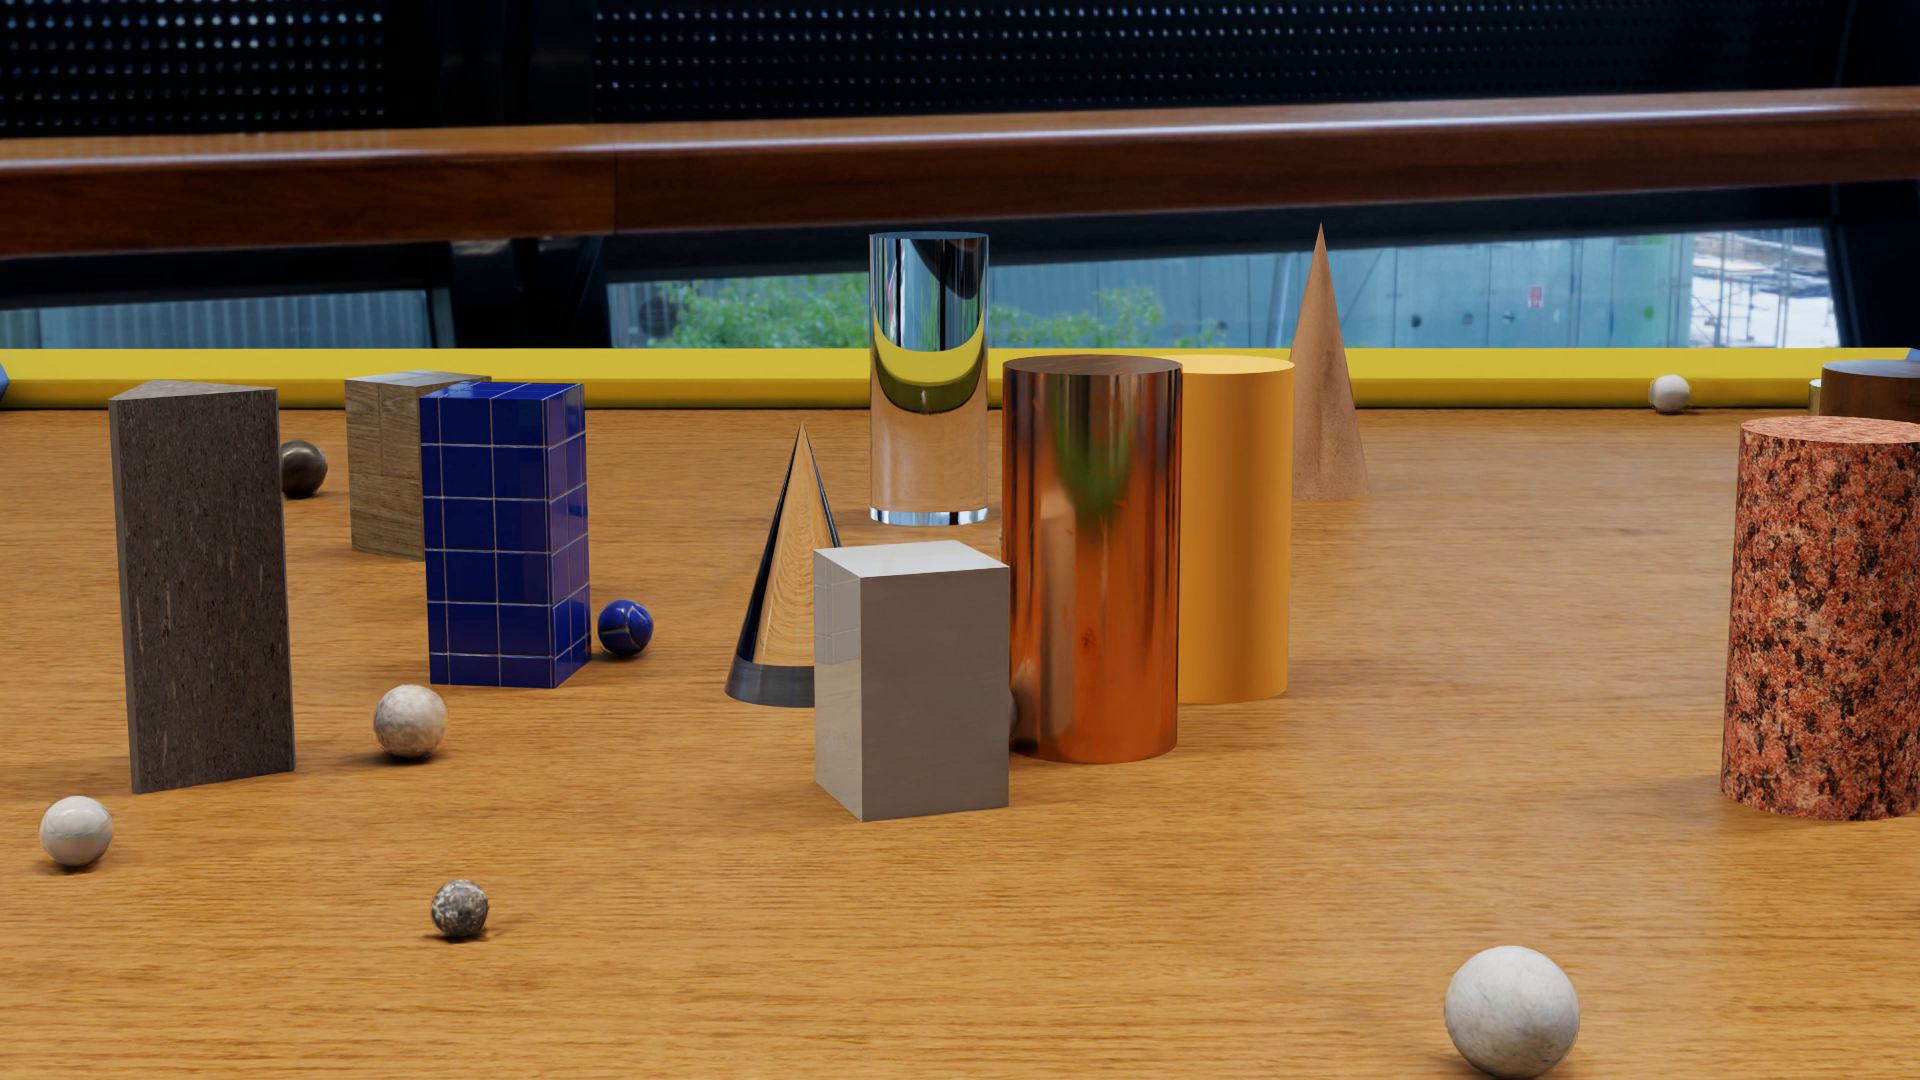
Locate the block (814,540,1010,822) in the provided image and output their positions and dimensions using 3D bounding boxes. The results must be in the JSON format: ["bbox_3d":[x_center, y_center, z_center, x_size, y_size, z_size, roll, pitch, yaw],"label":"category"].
[{"bbox_3d":[-0.050,0.137,2.566,0.153,0.243,0.153,-4,11,-20],"label":"block"}]

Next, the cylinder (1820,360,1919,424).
[{"bbox_3d":[1.126,-0.023,3.086,0.191,0.368,0.191,0,11,0],"label":"cylinder"}]

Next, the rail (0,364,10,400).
[{"bbox_3d":[-2.023,0.034,3.438,0.045,0.124,4.141,0,11,0],"label":"rail"}]

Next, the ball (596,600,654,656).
[{"bbox_3d":[-0.416,0.109,3.188,0.070,0.070,0.070,0,11,0],"label":"ball"}]

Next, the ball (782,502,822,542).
[{"bbox_3d":[-0.242,-0.028,3.943,0.062,0.062,0.062,0,11,0],"label":"ball"}]

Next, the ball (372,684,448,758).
[{"bbox_3d":[-0.582,0.192,2.720,0.078,0.078,0.078,0,11,0],"label":"ball"}]

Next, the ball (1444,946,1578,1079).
[{"bbox_3d":[0.400,0.343,1.863,0.096,0.096,0.096,0,11,0],"label":"ball"}]

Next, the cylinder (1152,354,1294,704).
[{"bbox_3d":[0.292,-0.017,3.011,0.191,0.382,0.191,0,11,0],"label":"cylinder"}]

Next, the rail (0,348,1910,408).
[{"bbox_3d":[-0.012,-0.343,5.462,4.093,0.124,0.045,0,11,0],"label":"rail"}]

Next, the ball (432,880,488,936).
[{"bbox_3d":[-0.422,0.311,2.166,0.048,0.048,0.048,0,11,0],"label":"ball"}]

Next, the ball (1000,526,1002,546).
[{"bbox_3d":[0.097,-0.005,3.777,0.079,0.079,0.079,0,11,0],"label":"ball"}]

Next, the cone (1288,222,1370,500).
[{"bbox_3d":[0.611,-0.312,4.383,0.191,0.461,0.191,0,11,0],"label":"cone"}]

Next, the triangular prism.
[{"bbox_3d":[-0.801,0.040,2.656,0.166,0.400,0.143,-7,12,-32],"label":"triangular prism"}]

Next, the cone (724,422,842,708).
[{"bbox_3d":[-0.183,0.017,2.999,0.191,0.320,0.191,0,11,0],"label":"cone"}]

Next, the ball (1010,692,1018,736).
[{"bbox_3d":[0.015,0.185,2.720,0.092,0.092,0.092,0,11,0],"label":"ball"}]

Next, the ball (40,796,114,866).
[{"bbox_3d":[-0.810,0.267,2.355,0.064,0.064,0.064,0,11,0],"label":"ball"}]

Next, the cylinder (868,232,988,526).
[{"bbox_3d":[-0.050,-0.263,4.137,0.191,0.455,0.191,0,11,0],"label":"cylinder"}]

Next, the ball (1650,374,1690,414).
[{"bbox_3d":[1.493,-0.308,5.394,0.083,0.083,0.083,0,11,0],"label":"ball"}]

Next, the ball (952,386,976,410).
[{"bbox_3d":[0.010,-0.300,5.440,0.051,0.051,0.051,0,11,0],"label":"ball"}]

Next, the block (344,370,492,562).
[{"bbox_3d":[-0.812,-0.115,3.872,0.153,0.261,0.153,7,13,34],"label":"block"}]

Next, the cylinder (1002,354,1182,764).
[{"bbox_3d":[0.140,0.016,2.755,0.191,0.411,0.191,0,11,0],"label":"cylinder"}]

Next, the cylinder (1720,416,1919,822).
[{"bbox_3d":[0.867,0.074,2.556,0.191,0.371,0.191,0,11,0],"label":"cylinder"}]

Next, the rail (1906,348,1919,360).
[{"bbox_3d":[2.023,0.030,3.461,0.045,0.124,4.141,0,11,0],"label":"rail"}]

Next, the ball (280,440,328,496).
[{"bbox_3d":[-1.125,-0.122,4.362,0.095,0.095,0.095,0,11,0],"label":"ball"}]

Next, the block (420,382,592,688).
[{"bbox_3d":[-0.542,-0.009,3.078,0.153,0.343,0.153,2,11,8],"label":"block"}]

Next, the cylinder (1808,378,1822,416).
[{"bbox_3d":[1.273,-0.072,3.566,0.191,0.288,0.191,0,11,0],"label":"cylinder"}]
